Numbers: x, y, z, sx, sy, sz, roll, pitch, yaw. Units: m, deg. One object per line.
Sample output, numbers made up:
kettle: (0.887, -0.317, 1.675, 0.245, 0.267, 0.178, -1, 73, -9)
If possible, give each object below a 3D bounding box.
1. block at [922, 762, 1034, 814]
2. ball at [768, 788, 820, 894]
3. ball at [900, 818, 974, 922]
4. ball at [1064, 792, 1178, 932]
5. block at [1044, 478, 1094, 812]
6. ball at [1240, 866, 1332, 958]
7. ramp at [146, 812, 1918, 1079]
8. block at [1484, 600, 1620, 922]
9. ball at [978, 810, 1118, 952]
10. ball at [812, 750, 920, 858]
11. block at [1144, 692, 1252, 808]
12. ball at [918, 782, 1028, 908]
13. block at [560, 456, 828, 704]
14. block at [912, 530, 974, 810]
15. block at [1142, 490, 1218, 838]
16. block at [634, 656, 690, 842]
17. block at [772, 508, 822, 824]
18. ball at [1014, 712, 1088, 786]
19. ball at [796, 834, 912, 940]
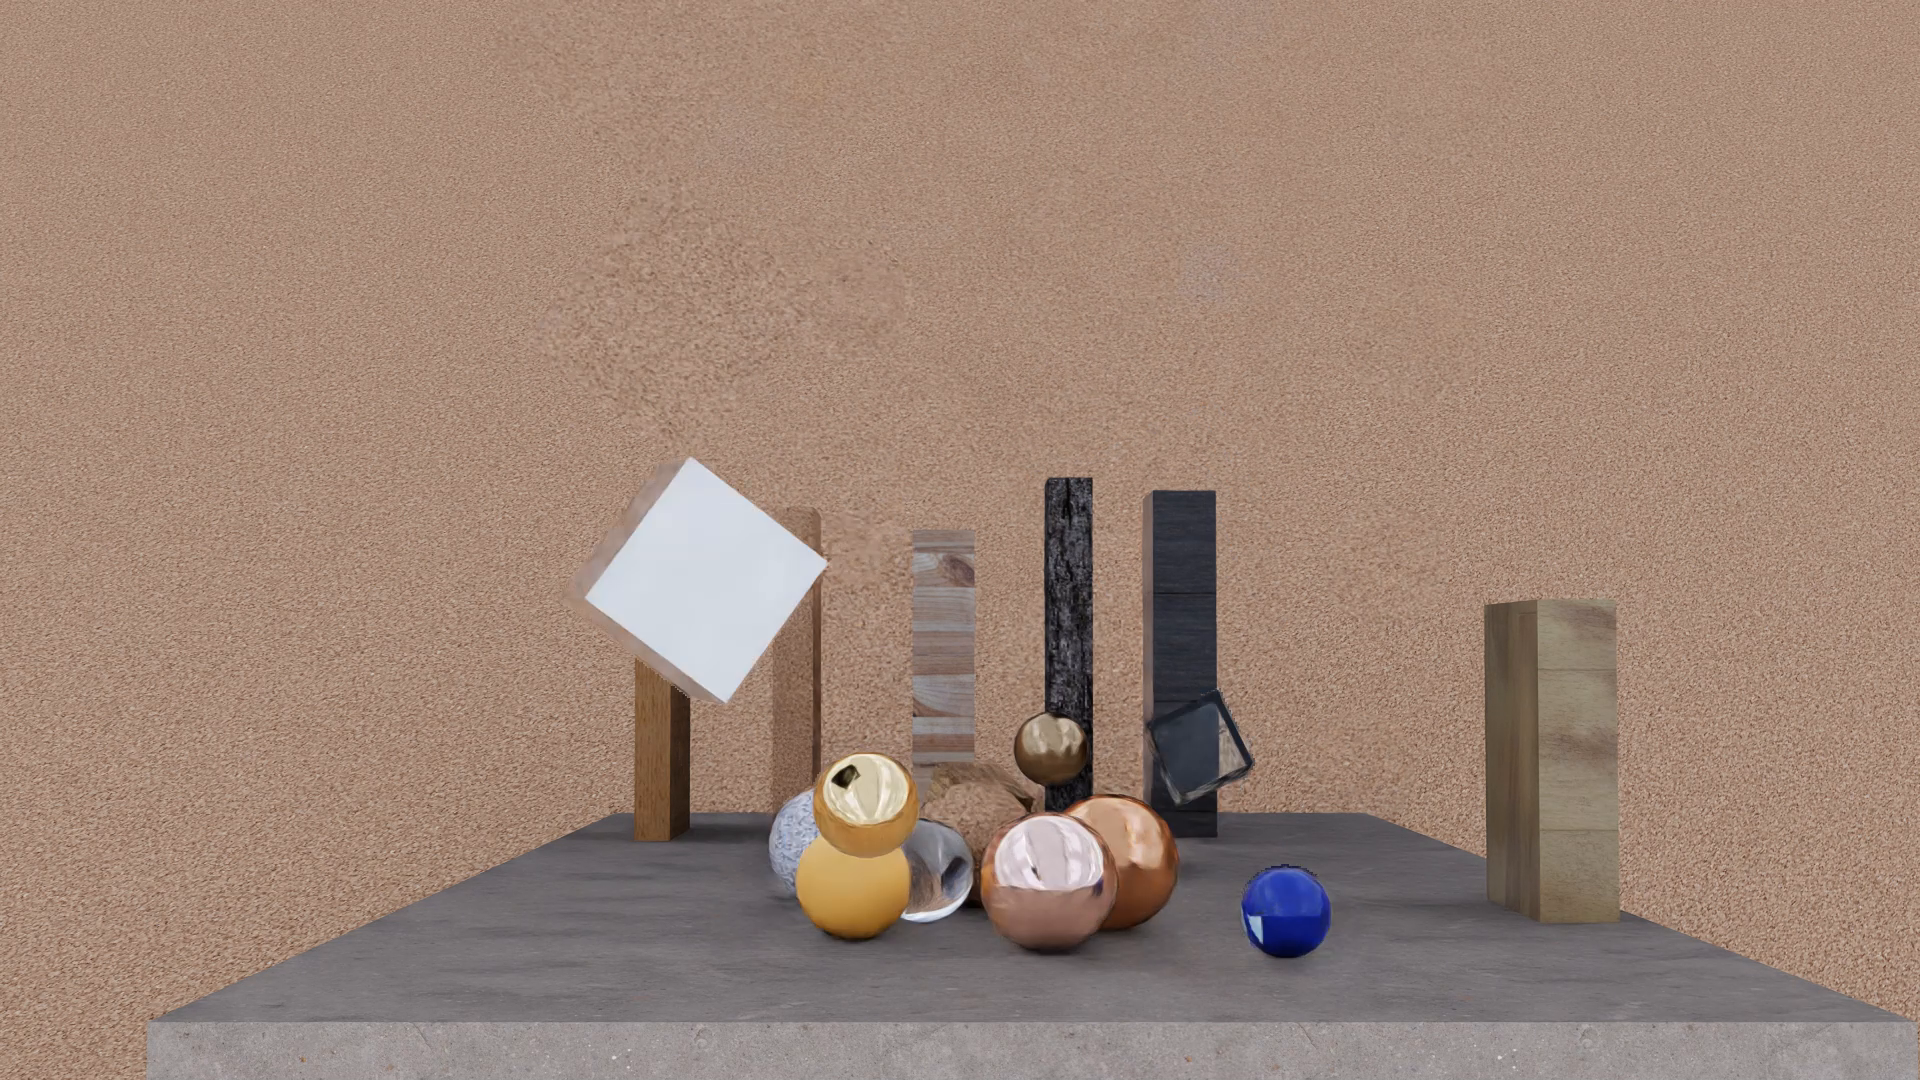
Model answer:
block: (0.029, 0.546, 5.197, 0.148, 0.148, 0.148, 5, 20, -37)
ball: (-0.224, 0.513, 4.370, 0.195, 0.195, 0.195, 0, 37, 0)
ball: (-0.058, 0.516, 4.061, 0.160, 0.160, 0.160, 0, 37, 0)
ball: (0.226, 0.486, 3.930, 0.208, 0.208, 0.208, 0, 37, 0)
block: (0.217, 0.266, 5.217, 0.086, 0.766, 0.265, 0, -3, 0)
ball: (0.447, 0.511, 3.570, 0.124, 0.124, 0.124, 0, 37, 0)
ramp: (0.082, 0.686, 4.935, 2.000, 0.100, 4.000, 0, -3, 0)
block: (0.964, 0.354, 4.264, 0.123, 0.503, 0.414, 0, -3, 0)
ball: (0.124, 0.479, 3.652, 0.197, 0.197, 0.197, 0, 37, 0)
ball: (-0.105, 0.295, 2.909, 0.120, 0.120, 0.120, 0, 37, 0)
block: (0.471, 0.416, 5.164, 0.156, 0.156, 0.156, -24, 76, -4)
ball: (0.023, 0.503, 4.301, 0.208, 0.208, 0.208, 0, 37, 0)
block: (-0.292, 0.044, 2.826, 0.186, 0.186, 0.186, -54, 13, -11)
block: (-0.038, 0.338, 6.197, 0.143, 0.710, 0.368, 0, -3, 0)
block: (0.520, 0.293, 6.183, 0.146, 0.800, 0.354, 0, -3, 0)
block: (-0.694, 0.451, 6.091, 0.080, 0.475, 0.432, 0, -3, 0)
block: (-0.392, 0.315, 6.295, 0.093, 0.766, 0.387, 0, -3, 0)
ball: (0.175, 0.402, 5.005, 0.145, 0.145, 0.145, 0, 37, 0)
ball: (-0.156, 0.500, 3.806, 0.170, 0.170, 0.170, 0, 37, 0)
